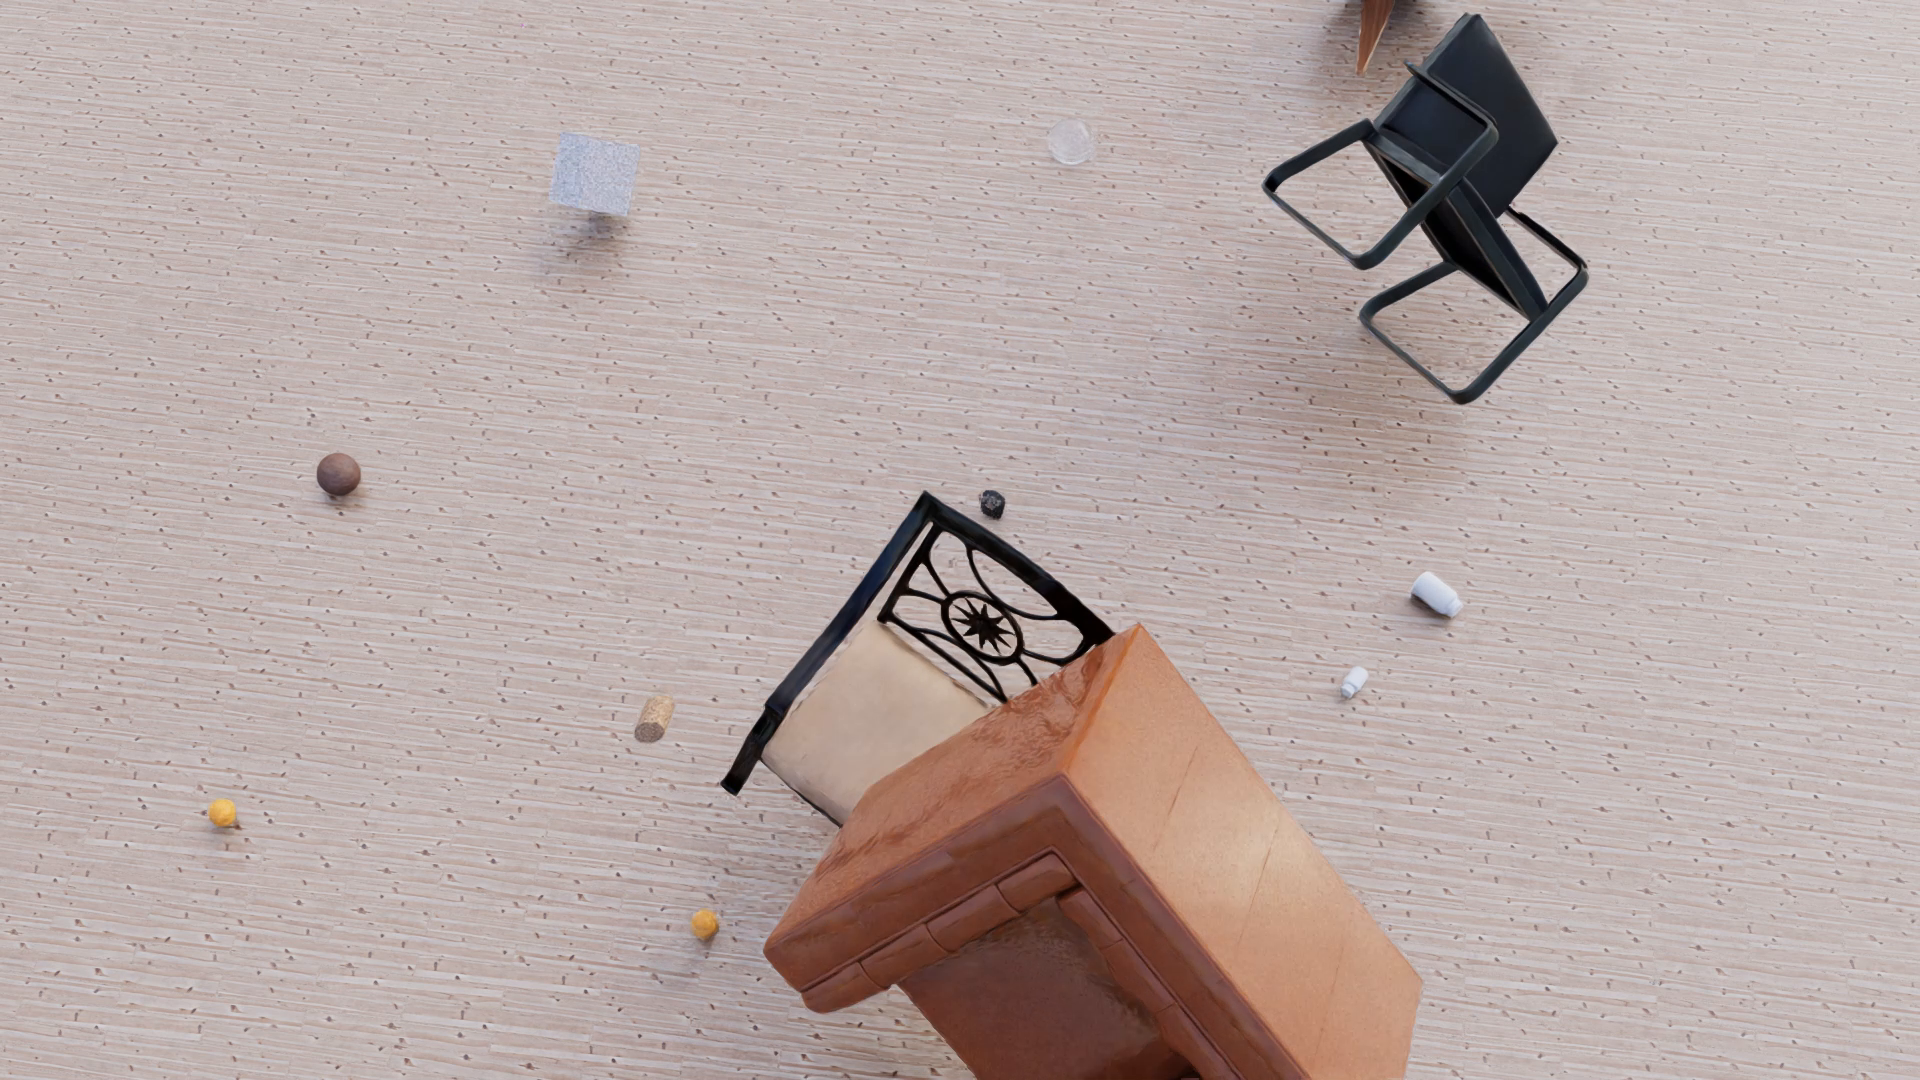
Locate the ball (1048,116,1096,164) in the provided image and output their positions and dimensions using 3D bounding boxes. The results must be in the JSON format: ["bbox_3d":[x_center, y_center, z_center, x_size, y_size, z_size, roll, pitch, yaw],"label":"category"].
[{"bbox_3d":[0.375,-1.339,7.377,0.158,0.158,0.158,0,56,0],"label":"ball"}]

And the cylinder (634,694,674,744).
[{"bbox_3d":[-0.723,0.423,5.200,0.061,0.087,0.092,43,36,-23],"label":"cylinder"}]

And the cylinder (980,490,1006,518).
[{"bbox_3d":[0.099,-0.109,6.609,0.059,0.048,0.079,-26,55,-36],"label":"cylinder"}]

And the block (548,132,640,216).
[{"bbox_3d":[-1.191,-1.191,7.162,0.141,0.223,0.226,19,101,35],"label":"block"}]
